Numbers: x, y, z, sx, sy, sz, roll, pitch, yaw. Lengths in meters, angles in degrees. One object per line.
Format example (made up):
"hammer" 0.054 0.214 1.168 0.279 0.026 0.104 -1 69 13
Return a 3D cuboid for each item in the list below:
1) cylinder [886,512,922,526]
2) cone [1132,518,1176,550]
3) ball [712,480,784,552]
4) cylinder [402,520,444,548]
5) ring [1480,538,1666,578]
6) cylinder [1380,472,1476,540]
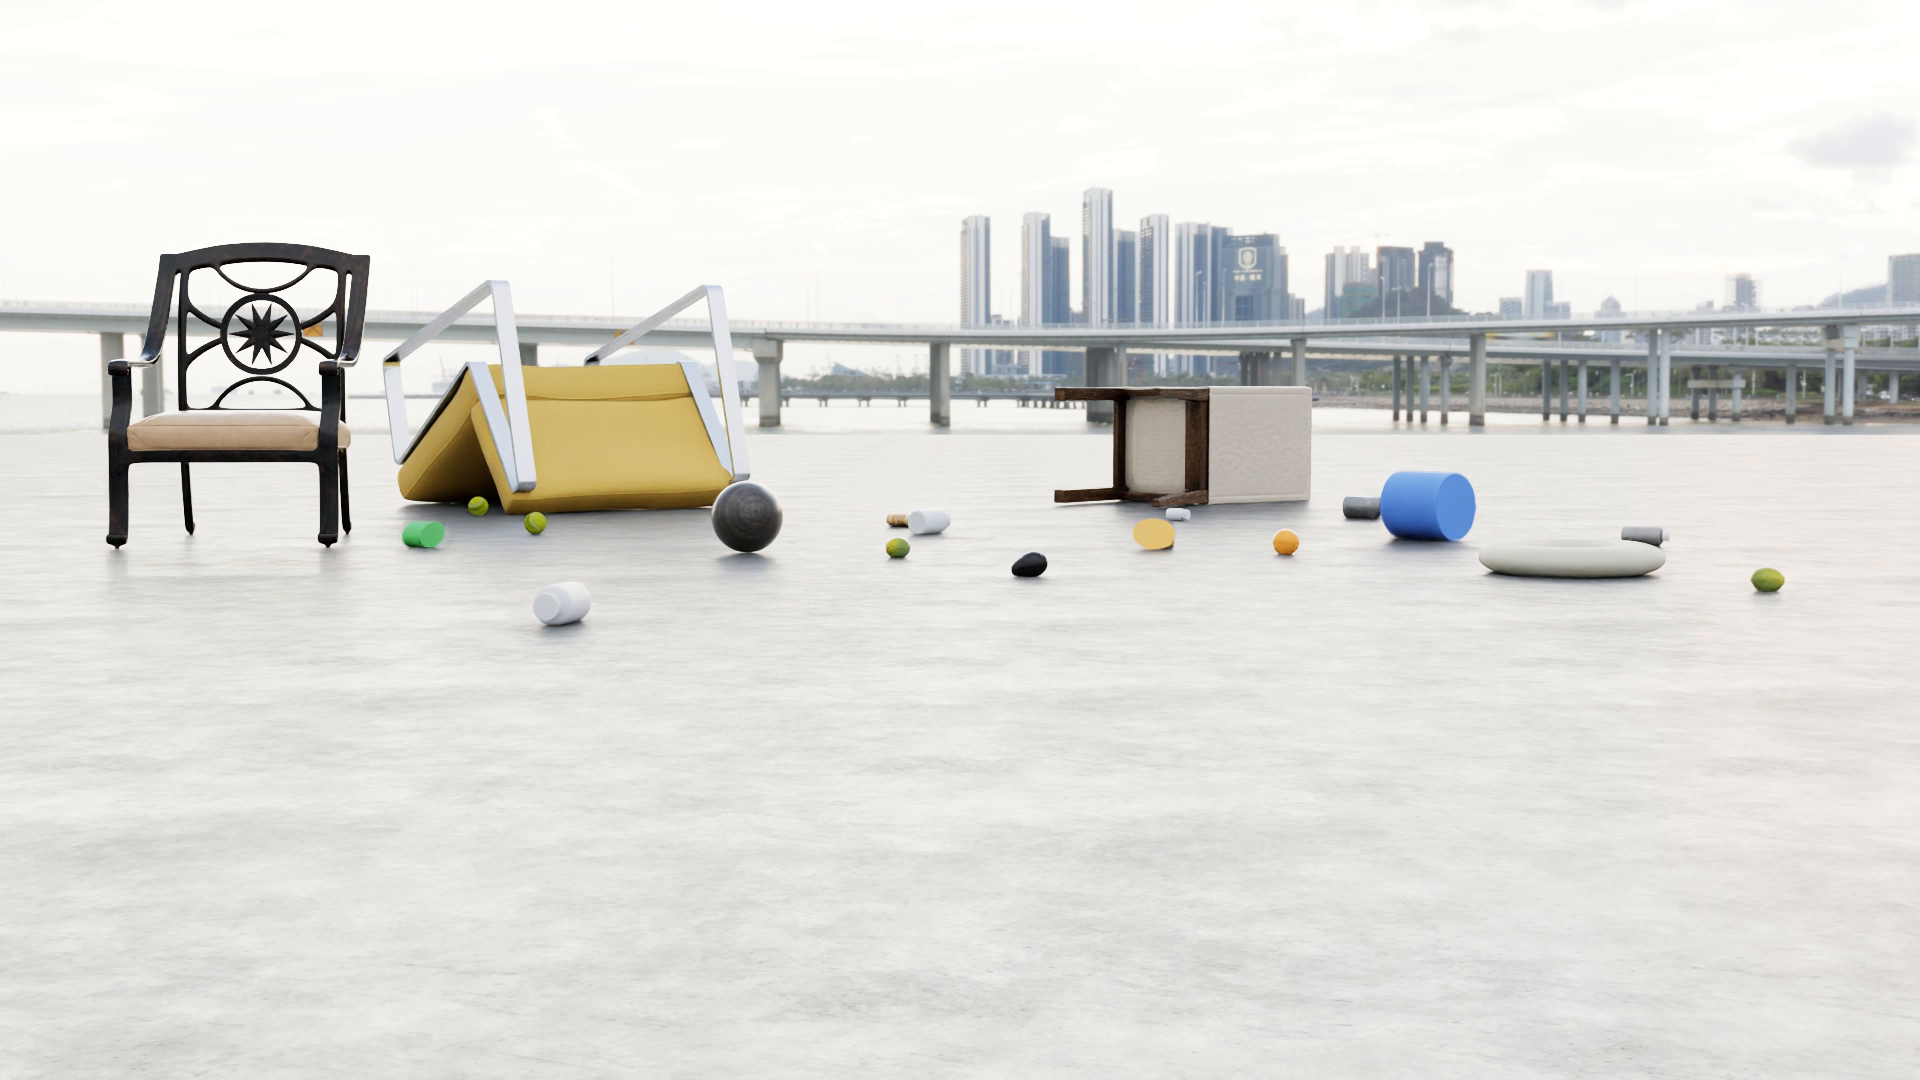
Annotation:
"cylinder" -0.181 -0.065 7.179 0.095 0.044 0.081 2 3 23
"cone" 0.579 -0.001 6.245 0.128 0.089 0.169 9 -7 26
"ball" -0.583 -0.063 6.030 0.197 0.197 0.197 0 4 0
"cylinder" -1.524 -0.016 6.246 0.073 0.070 0.096 3 22 32
"ring" 1.499 0.043 5.390 0.451 0.073 0.417 -1 5 -12
"cylinder" 1.399 -0.102 6.574 0.201 0.196 0.204 4 -37 48
